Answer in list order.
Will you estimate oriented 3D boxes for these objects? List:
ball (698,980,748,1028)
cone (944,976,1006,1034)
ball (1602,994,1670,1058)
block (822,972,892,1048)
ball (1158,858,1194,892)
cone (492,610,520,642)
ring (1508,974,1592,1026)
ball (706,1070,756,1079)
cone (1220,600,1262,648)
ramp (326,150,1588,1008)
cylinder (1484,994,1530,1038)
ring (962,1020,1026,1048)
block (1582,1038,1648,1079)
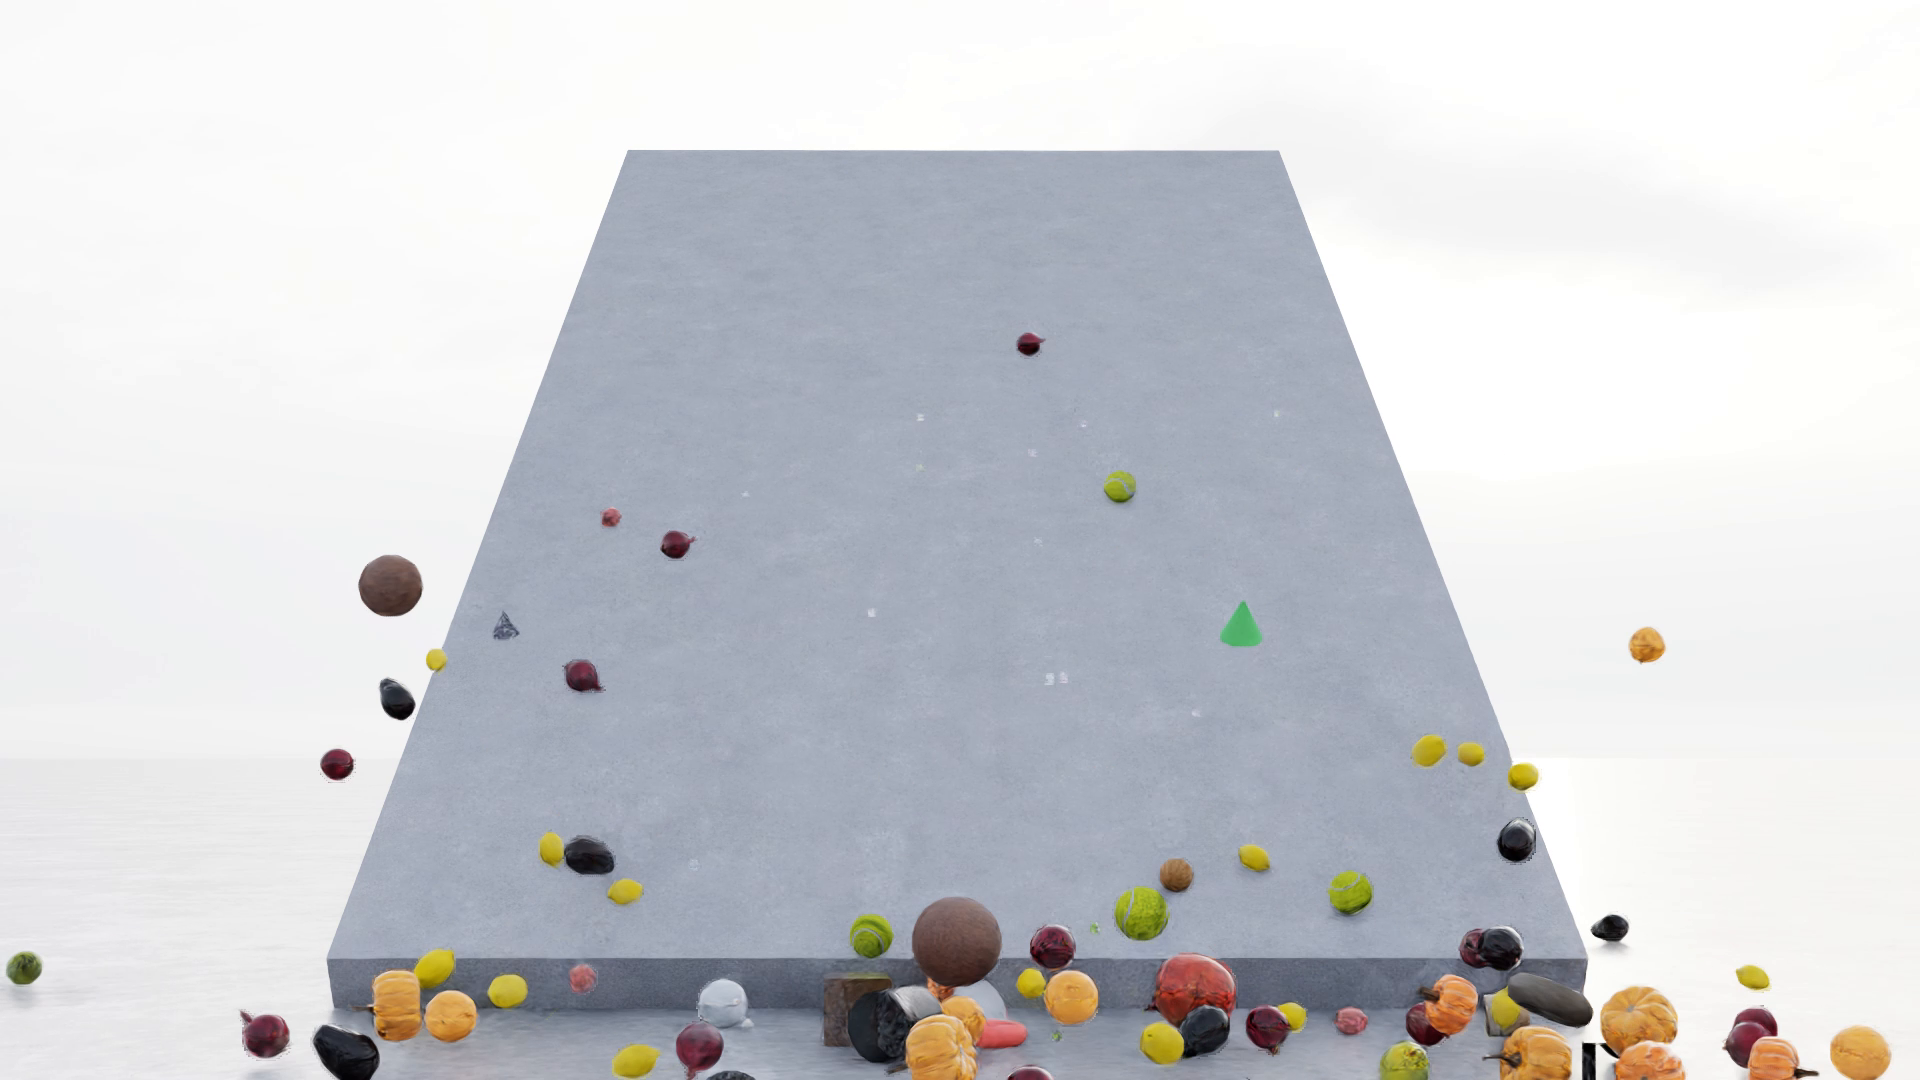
[{"bbox_3d":[-0.352,0.690,3.541,0.072,0.072,0.072,0,-5,0],"label":"ball"},{"bbox_3d":[0.001,0.698,3.463,0.094,0.094,0.094,4,-33,-40],"label":"cone"},{"bbox_3d":[0.903,0.650,3.181,0.087,0.087,0.087,0,-5,0],"label":"ball"},{"bbox_3d":[-0.146,0.663,3.364,0.093,0.093,0.093,0,-5,-4],"label":"block"},{"bbox_3d":[0.356,0.552,3.923,0.056,0.056,0.056,0,-5,0],"label":"ball"},{"bbox_3d":[-0.892,0.161,4.661,0.055,0.055,0.055,0,28,0],"label":"cone"},{"bbox_3d":[0.708,0.552,2.859,0.106,0.035,0.106,24,-12,5],"label":"ring"},{"bbox_3d":[-0.236,0.588,2.449,0.082,0.082,0.082,0,-5,0],"label":"ball"},{"bbox_3d":[0.552,0.152,4.654,0.085,0.085,0.085,0,28,0],"label":"cone"},{"bbox_3d":[-0.011,-0.224,5.565,2.000,0.100,4.000,0,28,0],"label":"ramp"},{"bbox_3d":[0.773,0.671,3.363,0.060,0.060,0.060,-4,-6,11],"label":"cylinder"},{"bbox_3d":[0.048,0.693,3.341,0.093,0.031,0.093,0,-4,0],"label":"ring"},{"bbox_3d":[0.801,0.642,2.914,0.056,0.056,0.056,-5,-7,43],"label":"block"}]
